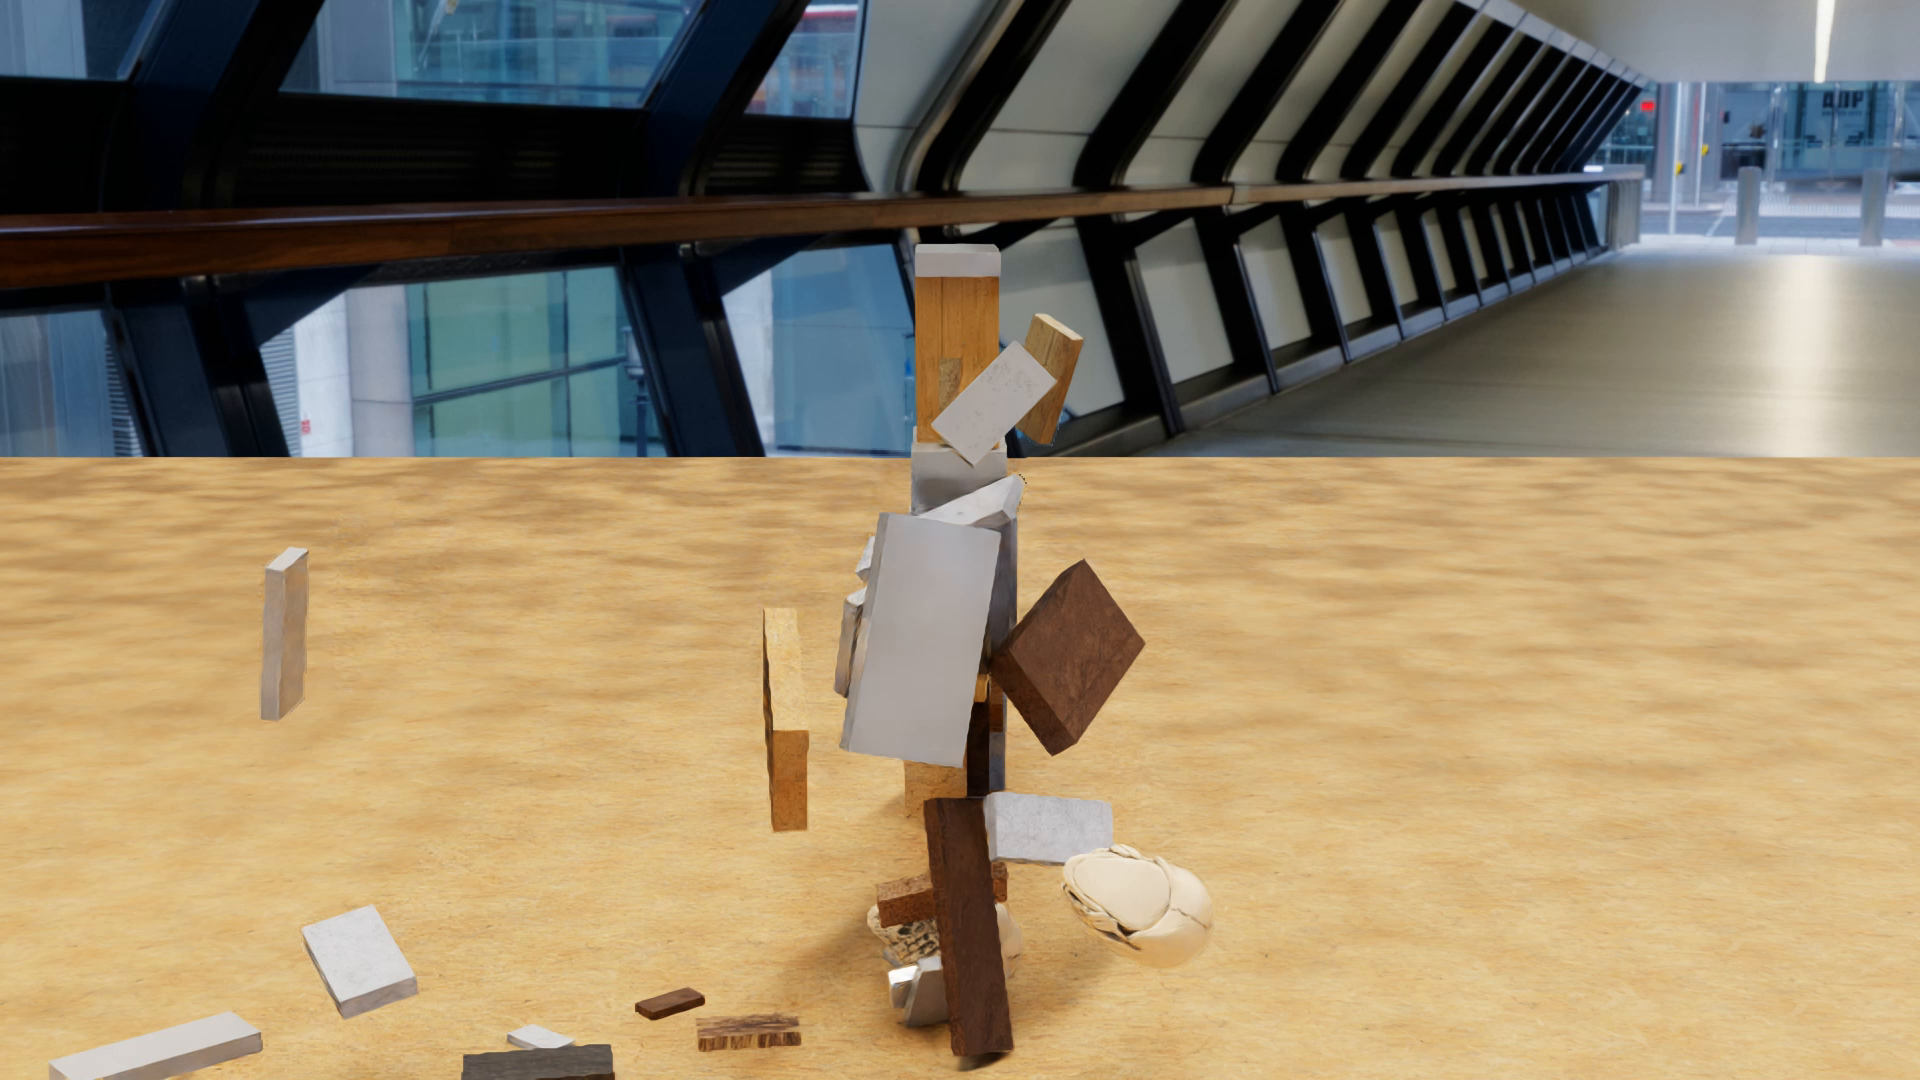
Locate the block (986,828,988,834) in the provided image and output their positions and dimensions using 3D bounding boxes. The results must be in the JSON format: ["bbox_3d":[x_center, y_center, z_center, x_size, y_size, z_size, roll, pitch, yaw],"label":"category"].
[{"bbox_3d":[-0.002,0.523,3.527,0.091,0.183,0.026,0,10,1],"label":"block"}]

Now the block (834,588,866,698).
[{"bbox_3d":[-0.144,0.150,3.388,0.026,0.184,0.092,34,43,30],"label":"block"}]

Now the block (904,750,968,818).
[{"bbox_3d":[-0.038,0.331,3.390,0.097,0.193,0.027,0,11,0],"label":"block"}]

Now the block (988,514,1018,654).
[{"bbox_3d":[0.054,0.077,3.371,0.068,0.264,0.019,17,30,32],"label":"block"}]

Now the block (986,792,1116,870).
[{"bbox_3d":[0.129,0.410,3.095,0.186,0.093,0.026,8,-24,-25],"label":"block"}]

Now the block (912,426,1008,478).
[{"bbox_3d":[-0.002,-0.142,3.520,0.148,0.042,0.296,0,11,0],"label":"block"}]

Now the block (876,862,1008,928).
[{"bbox_3d":[-0.025,0.505,3.149,0.186,0.026,0.093,-11,-33,-7],"label":"block"}]

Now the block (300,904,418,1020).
[{"bbox_3d":[-0.788,0.550,2.879,0.099,0.028,0.197,-16,27,-25],"label":"block"}]

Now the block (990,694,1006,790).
[{"bbox_3d":[0.001,0.218,4.224,0.175,0.529,0.050,0,11,0],"label":"block"}]

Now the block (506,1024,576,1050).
[{"bbox_3d":[-0.582,0.697,3.057,0.092,0.013,0.046,9,14,39],"label":"block"}]

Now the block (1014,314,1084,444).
[{"bbox_3d":[0.118,-0.231,3.151,0.024,0.167,0.084,-9,36,-42],"label":"block"}]

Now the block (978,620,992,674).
[{"bbox_3d":[-0.006,0.122,3.344,0.092,0.184,0.026,2,35,14],"label":"block"}]

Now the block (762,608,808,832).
[{"bbox_3d":[-0.251,0.252,3.145,0.047,0.165,0.330,-1,28,-7],"label":"block"}]

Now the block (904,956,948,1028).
[{"bbox_3d":[-0.033,0.633,3.088,0.071,0.142,0.020,-4,47,-17],"label":"block"}]

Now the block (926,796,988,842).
[{"bbox_3d":[-0.003,0.432,3.448,0.091,0.026,0.183,0,10,2],"label":"block"}]

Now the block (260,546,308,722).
[{"bbox_3d":[-0.948,0.132,3.086,0.026,0.227,0.092,9,19,2],"label":"block"}]

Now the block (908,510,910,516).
[{"bbox_3d":[-0.003,-0.045,4.053,0.175,0.050,0.350,0,10,1],"label":"block"}]

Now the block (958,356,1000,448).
[{"bbox_3d":[0.031,-0.212,3.389,0.068,0.137,0.019,4,5,-12],"label":"block"}]

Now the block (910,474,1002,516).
[{"bbox_3d":[-0.002,0.042,3.455,0.148,0.296,0.042,0,10,1],"label":"block"}]

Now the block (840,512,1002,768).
[{"bbox_3d":[-0.054,0.138,3.035,0.165,0.330,0.047,10,-2,-19],"label":"block"}]

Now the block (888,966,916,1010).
[{"bbox_3d":[-0.030,0.622,3.109,0.142,0.071,0.020,-11,48,-10],"label":"block"}]

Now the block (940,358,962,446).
[{"bbox_3d":[0.003,-0.215,3.425,0.068,0.137,0.019,0,-7,-1],"label":"block"}]

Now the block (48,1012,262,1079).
[{"bbox_3d":[-1.092,0.702,2.991,0.255,0.028,0.099,-9,14,-41],"label":"block"}]

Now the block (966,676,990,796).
[{"bbox_3d":[-0.001,0.311,3.499,0.097,0.193,0.027,0,10,1],"label":"block"}]

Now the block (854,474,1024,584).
[{"bbox_3d":[-0.032,-0.016,3.322,0.292,0.024,0.084,-23,30,34],"label":"block"}]

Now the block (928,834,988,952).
[{"bbox_3d":[-0.003,0.546,3.407,0.091,0.183,0.026,0,11,0],"label":"block"}]

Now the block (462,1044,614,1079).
[{"bbox_3d":[-0.563,0.712,2.935,0.197,0.028,0.099,-2,11,-11],"label":"block"}]

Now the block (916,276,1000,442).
[{"bbox_3d":[-0.004,-0.285,3.460,0.131,0.262,0.037,0,11,-1],"label":"block"}]

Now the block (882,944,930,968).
[{"bbox_3d":[-0.075,0.642,3.354,0.046,0.013,0.092,-7,13,-33],"label":"block"}]

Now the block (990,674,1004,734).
[{"bbox_3d":[-0.010,0.173,3.977,0.175,0.350,0.050,0,11,2],"label":"block"}]

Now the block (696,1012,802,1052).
[{"bbox_3d":[-0.297,0.689,3.081,0.142,0.020,0.071,-2,11,-9],"label":"block"}]

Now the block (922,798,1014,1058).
[{"bbox_3d":[0.011,0.531,3.038,0.026,0.349,0.093,-19,-17,41],"label":"block"}]

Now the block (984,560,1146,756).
[{"bbox_3d":[0.161,0.169,3.260,0.047,0.165,0.343,-33,7,30],"label":"block"}]

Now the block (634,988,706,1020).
[{"bbox_3d":[-0.420,0.673,3.189,0.092,0.013,0.046,-9,14,-41],"label":"block"}]

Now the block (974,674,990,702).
[{"bbox_3d":[-0.005,0.214,3.417,0.097,0.027,0.194,0,10,3],"label":"block"}]

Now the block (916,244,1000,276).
[{"bbox_3d":[-0.005,-0.448,3.518,0.131,0.037,0.262,0,11,-1],"label":"block"}]

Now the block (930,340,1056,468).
[{"bbox_3d":[0.047,-0.190,3.072,0.167,0.084,0.024,-45,1,-4],"label":"block"}]
